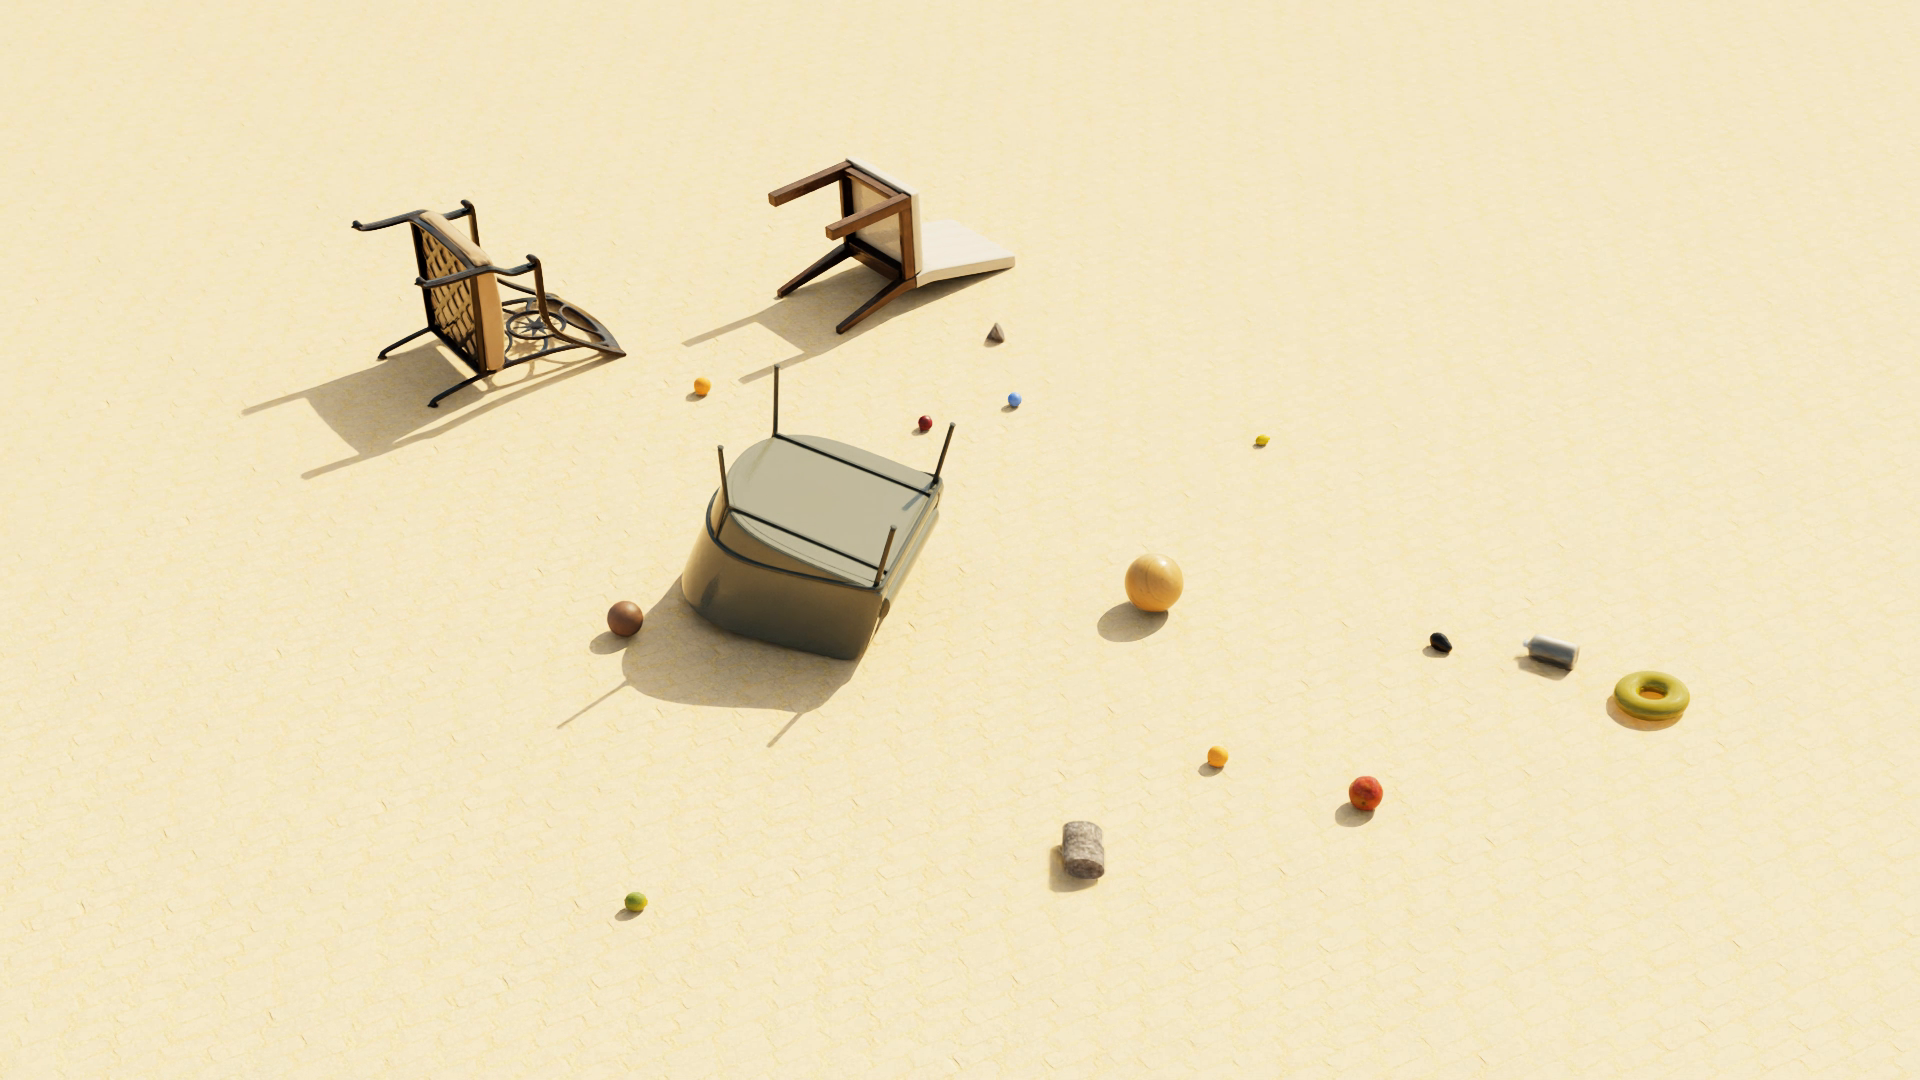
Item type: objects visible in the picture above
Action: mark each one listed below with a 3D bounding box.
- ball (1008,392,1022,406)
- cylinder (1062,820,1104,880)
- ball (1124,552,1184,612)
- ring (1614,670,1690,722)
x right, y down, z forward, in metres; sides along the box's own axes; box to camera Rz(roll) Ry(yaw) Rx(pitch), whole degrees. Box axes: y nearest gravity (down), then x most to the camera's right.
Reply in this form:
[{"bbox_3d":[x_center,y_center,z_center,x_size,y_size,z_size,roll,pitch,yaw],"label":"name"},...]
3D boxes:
[{"bbox_3d":[0.219,-0.564,11.747,0.058,0.058,0.058,0,33,0],"label":"ball"},{"bbox_3d":[0.393,0.989,9.366,0.132,0.081,0.191,12,33,-7],"label":"cylinder"},{"bbox_3d":[0.696,0.153,10.517,0.214,0.214,0.214,0,33,0],"label":"ball"},{"bbox_3d":[2.376,0.535,10.073,0.266,0.068,0.252,-17,37,-23],"label":"ring"}]
